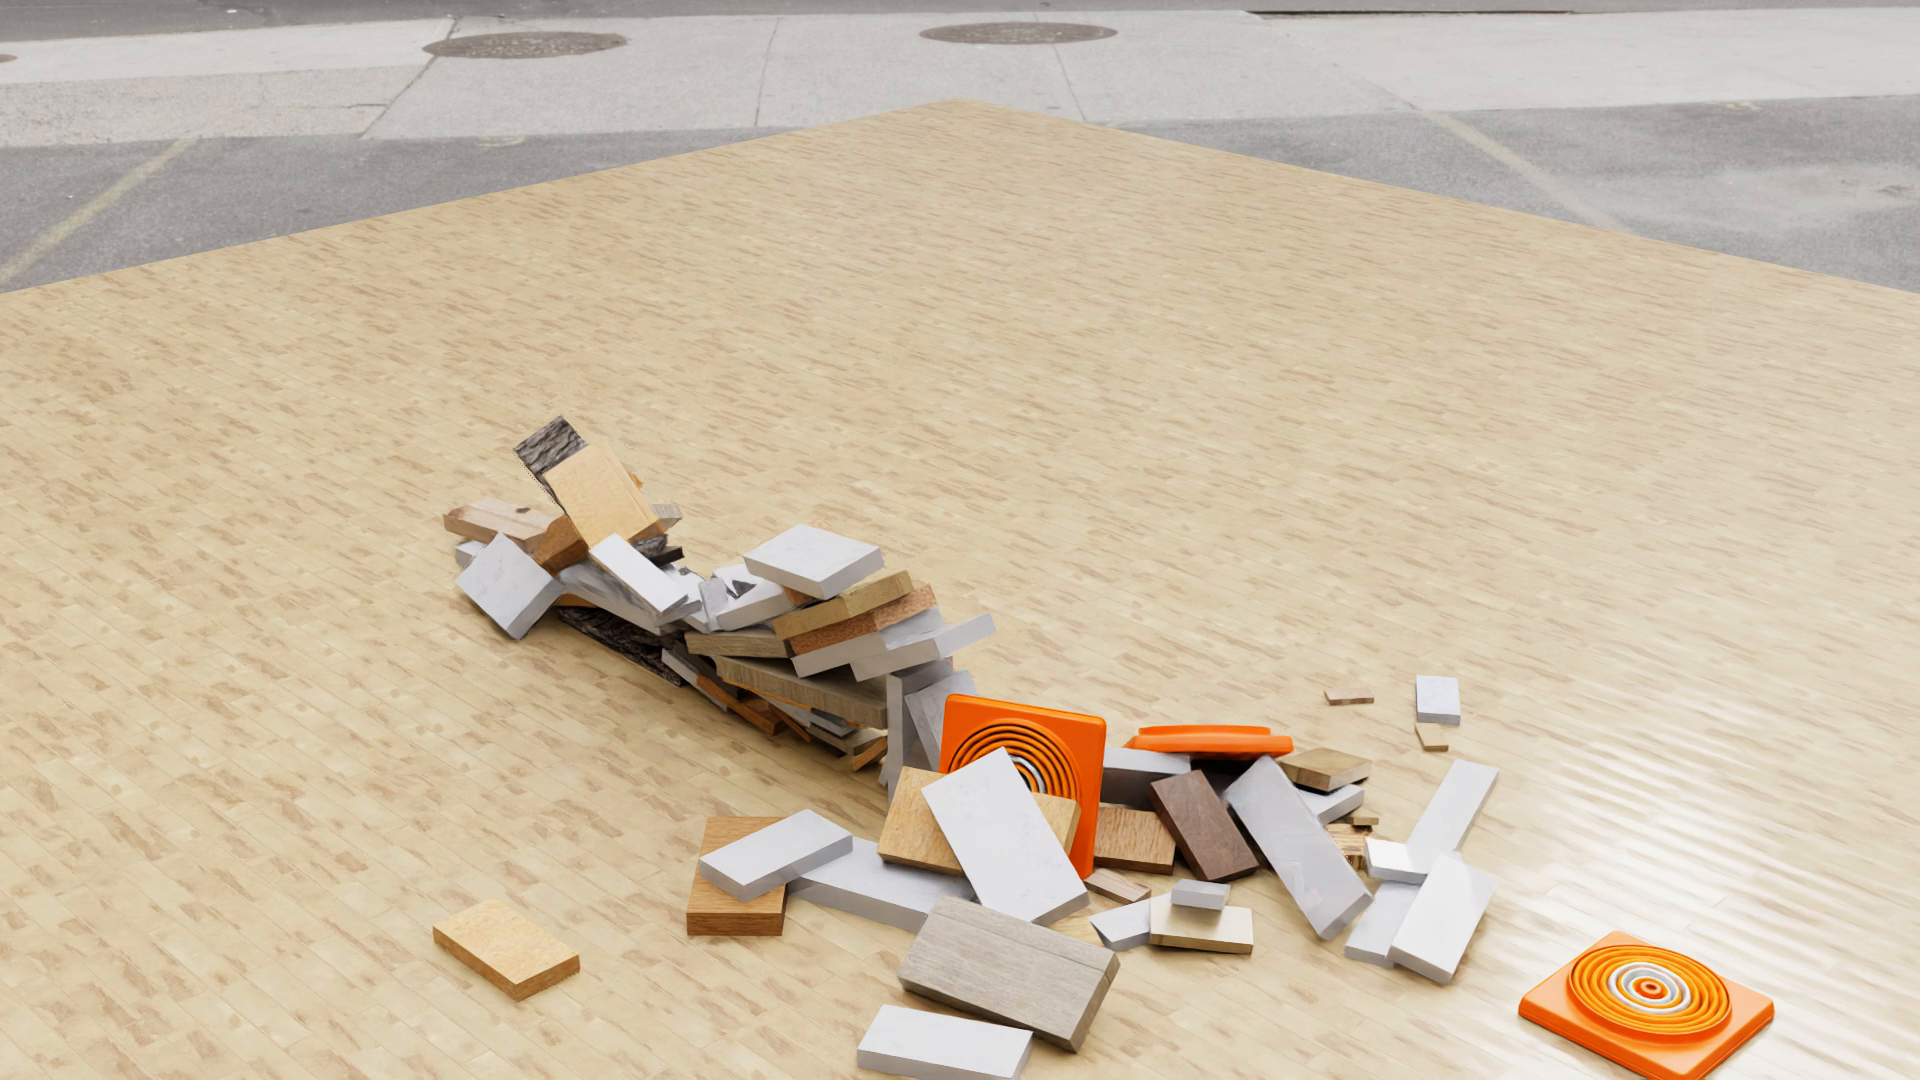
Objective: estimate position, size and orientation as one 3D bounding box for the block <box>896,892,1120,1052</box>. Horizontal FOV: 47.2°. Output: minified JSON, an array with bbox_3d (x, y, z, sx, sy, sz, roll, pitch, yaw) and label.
[{"bbox_3d":[0.082,0.749,3.826,0.352,0.050,0.176,14,58,30],"label":"block"}]

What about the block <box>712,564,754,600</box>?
[{"bbox_3d":[-0.440,0.140,5.036,0.143,0.040,0.285,-11,34,-32],"label":"block"}]

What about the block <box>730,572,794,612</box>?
[{"bbox_3d":[-0.420,0.126,4.848,0.177,0.089,0.025,11,43,38],"label":"block"}]

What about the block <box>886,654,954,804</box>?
[{"bbox_3d":[-0.080,0.386,4.469,0.042,0.299,0.149,20,30,38],"label":"block"}]

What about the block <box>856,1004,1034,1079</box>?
[{"bbox_3d":[-0.024,0.856,3.695,0.267,0.038,0.134,7,24,16],"label":"block"}]

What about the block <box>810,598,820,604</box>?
[{"bbox_3d":[-0.297,0.113,4.606,0.054,0.015,0.108,-35,8,-29],"label":"block"}]

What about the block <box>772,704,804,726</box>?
[{"bbox_3d":[-0.353,0.356,4.746,0.066,0.019,0.131,-19,37,-39],"label":"block"}]

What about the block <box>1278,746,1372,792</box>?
[{"bbox_3d":[0.750,0.470,4.523,0.117,0.033,0.234,13,9,30],"label":"block"}]

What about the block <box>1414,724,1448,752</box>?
[{"bbox_3d":[1.016,0.425,4.741,0.050,0.014,0.101,-1,23,-2],"label":"block"}]

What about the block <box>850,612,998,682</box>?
[{"bbox_3d":[-0.075,0.213,4.369,0.149,0.042,0.299,-23,2,-38],"label":"block"}]

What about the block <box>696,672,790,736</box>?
[{"bbox_3d":[-0.454,0.341,4.847,0.237,0.034,0.118,30,36,29],"label":"block"}]

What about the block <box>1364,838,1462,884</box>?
[{"bbox_3d":[0.866,0.618,4.186,0.183,0.026,0.091,9,27,-1],"label":"block"}]

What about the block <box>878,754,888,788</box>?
[{"bbox_3d":[-0.118,0.438,4.539,0.021,0.150,0.075,40,41,26],"label":"block"}]

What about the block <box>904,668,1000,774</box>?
[{"bbox_3d":[0.007,0.423,4.405,0.149,0.299,0.042,-23,3,-43],"label":"block"}]

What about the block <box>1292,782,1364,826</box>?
[{"bbox_3d":[0.705,0.527,4.415,0.121,0.034,0.242,14,16,33],"label":"block"}]

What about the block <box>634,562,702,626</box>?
[{"bbox_3d":[-0.650,0.114,4.815,0.105,0.030,0.210,-20,32,-19],"label":"block"}]

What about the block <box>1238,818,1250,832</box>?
[{"bbox_3d":[0.615,0.557,4.426,0.059,0.017,0.117,16,28,33],"label":"block"}]

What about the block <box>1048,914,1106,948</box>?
[{"bbox_3d":[0.134,0.738,3.979,0.234,0.033,0.117,-6,24,-14],"label":"block"}]

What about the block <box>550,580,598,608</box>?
[{"bbox_3d":[-0.920,0.128,5.337,0.228,0.032,0.114,1,16,39],"label":"block"}]

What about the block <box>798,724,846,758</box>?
[{"bbox_3d":[-0.280,0.413,4.717,0.131,0.019,0.066,37,39,29],"label":"block"}]

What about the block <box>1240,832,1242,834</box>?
[{"bbox_3d":[0.512,0.606,4.310,0.058,0.017,0.117,6,24,17],"label":"block"}]

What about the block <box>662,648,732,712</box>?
[{"bbox_3d":[-0.553,0.297,4.960,0.118,0.034,0.237,-21,42,-40],"label":"block"}]

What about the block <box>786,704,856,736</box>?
[{"bbox_3d":[-0.284,0.362,4.653,0.158,0.022,0.079,23,32,31],"label":"block"}]

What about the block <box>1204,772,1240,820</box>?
[{"bbox_3d":[0.494,0.539,4.422,0.121,0.034,0.242,4,21,33],"label":"block"}]

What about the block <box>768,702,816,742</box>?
[{"bbox_3d":[-0.348,0.382,4.768,0.131,0.019,0.066,38,40,27],"label":"block"}]

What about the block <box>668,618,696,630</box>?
[{"bbox_3d":[-0.601,0.177,4.910,0.067,0.019,0.133,-16,14,-33],"label":"block"}]

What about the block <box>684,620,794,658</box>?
[{"bbox_3d":[-0.427,0.200,4.725,0.319,0.045,0.159,-1,18,43],"label":"block"}]

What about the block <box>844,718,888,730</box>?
[{"bbox_3d":[-0.158,0.366,4.539,0.150,0.021,0.075,-1,16,41],"label":"block"}]

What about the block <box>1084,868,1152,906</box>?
[{"bbox_3d":[0.299,0.662,4.180,0.117,0.017,0.058,18,29,36],"label":"block"}]

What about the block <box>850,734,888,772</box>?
[{"bbox_3d":[-0.161,0.433,4.585,0.075,0.021,0.150,-22,-13,-41],"label":"block"}]

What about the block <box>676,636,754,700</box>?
[{"bbox_3d":[-0.514,0.270,4.873,0.118,0.034,0.237,-18,36,-37],"label":"block"}]

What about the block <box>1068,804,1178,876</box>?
[{"bbox_3d":[0.302,0.582,4.290,0.242,0.034,0.121,5,46,12],"label":"block"}]

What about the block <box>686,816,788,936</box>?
[{"bbox_3d":[-0.413,0.637,4.195,0.174,0.049,0.347,0,23,1],"label":"block"}]

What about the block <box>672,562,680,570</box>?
[{"bbox_3d":[-0.723,0.067,5.102,0.103,0.029,0.207,-13,20,-23],"label":"block"}]

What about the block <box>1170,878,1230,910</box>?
[{"bbox_3d":[0.447,0.657,4.078,0.093,0.026,0.186,6,-2,11],"label":"block"}]

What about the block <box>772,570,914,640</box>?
[{"bbox_3d":[-0.240,0.133,4.451,0.158,0.045,0.317,-23,2,-33],"label":"block"}]

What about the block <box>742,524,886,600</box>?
[{"bbox_3d":[-0.296,0.042,4.415,0.149,0.042,0.298,-30,26,-27],"label":"block"}]

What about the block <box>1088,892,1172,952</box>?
[{"bbox_3d":[0.337,0.707,4.061,0.186,0.026,0.093,-11,26,-25],"label":"block"}]

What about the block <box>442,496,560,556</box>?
[{"bbox_3d":[-1.164,-0.037,5.667,0.326,0.046,0.163,16,27,38],"label":"block"}]

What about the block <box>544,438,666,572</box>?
[{"bbox_3d":[-0.830,-0.087,5.124,0.166,0.047,0.332,-33,50,-7],"label":"block"}]
